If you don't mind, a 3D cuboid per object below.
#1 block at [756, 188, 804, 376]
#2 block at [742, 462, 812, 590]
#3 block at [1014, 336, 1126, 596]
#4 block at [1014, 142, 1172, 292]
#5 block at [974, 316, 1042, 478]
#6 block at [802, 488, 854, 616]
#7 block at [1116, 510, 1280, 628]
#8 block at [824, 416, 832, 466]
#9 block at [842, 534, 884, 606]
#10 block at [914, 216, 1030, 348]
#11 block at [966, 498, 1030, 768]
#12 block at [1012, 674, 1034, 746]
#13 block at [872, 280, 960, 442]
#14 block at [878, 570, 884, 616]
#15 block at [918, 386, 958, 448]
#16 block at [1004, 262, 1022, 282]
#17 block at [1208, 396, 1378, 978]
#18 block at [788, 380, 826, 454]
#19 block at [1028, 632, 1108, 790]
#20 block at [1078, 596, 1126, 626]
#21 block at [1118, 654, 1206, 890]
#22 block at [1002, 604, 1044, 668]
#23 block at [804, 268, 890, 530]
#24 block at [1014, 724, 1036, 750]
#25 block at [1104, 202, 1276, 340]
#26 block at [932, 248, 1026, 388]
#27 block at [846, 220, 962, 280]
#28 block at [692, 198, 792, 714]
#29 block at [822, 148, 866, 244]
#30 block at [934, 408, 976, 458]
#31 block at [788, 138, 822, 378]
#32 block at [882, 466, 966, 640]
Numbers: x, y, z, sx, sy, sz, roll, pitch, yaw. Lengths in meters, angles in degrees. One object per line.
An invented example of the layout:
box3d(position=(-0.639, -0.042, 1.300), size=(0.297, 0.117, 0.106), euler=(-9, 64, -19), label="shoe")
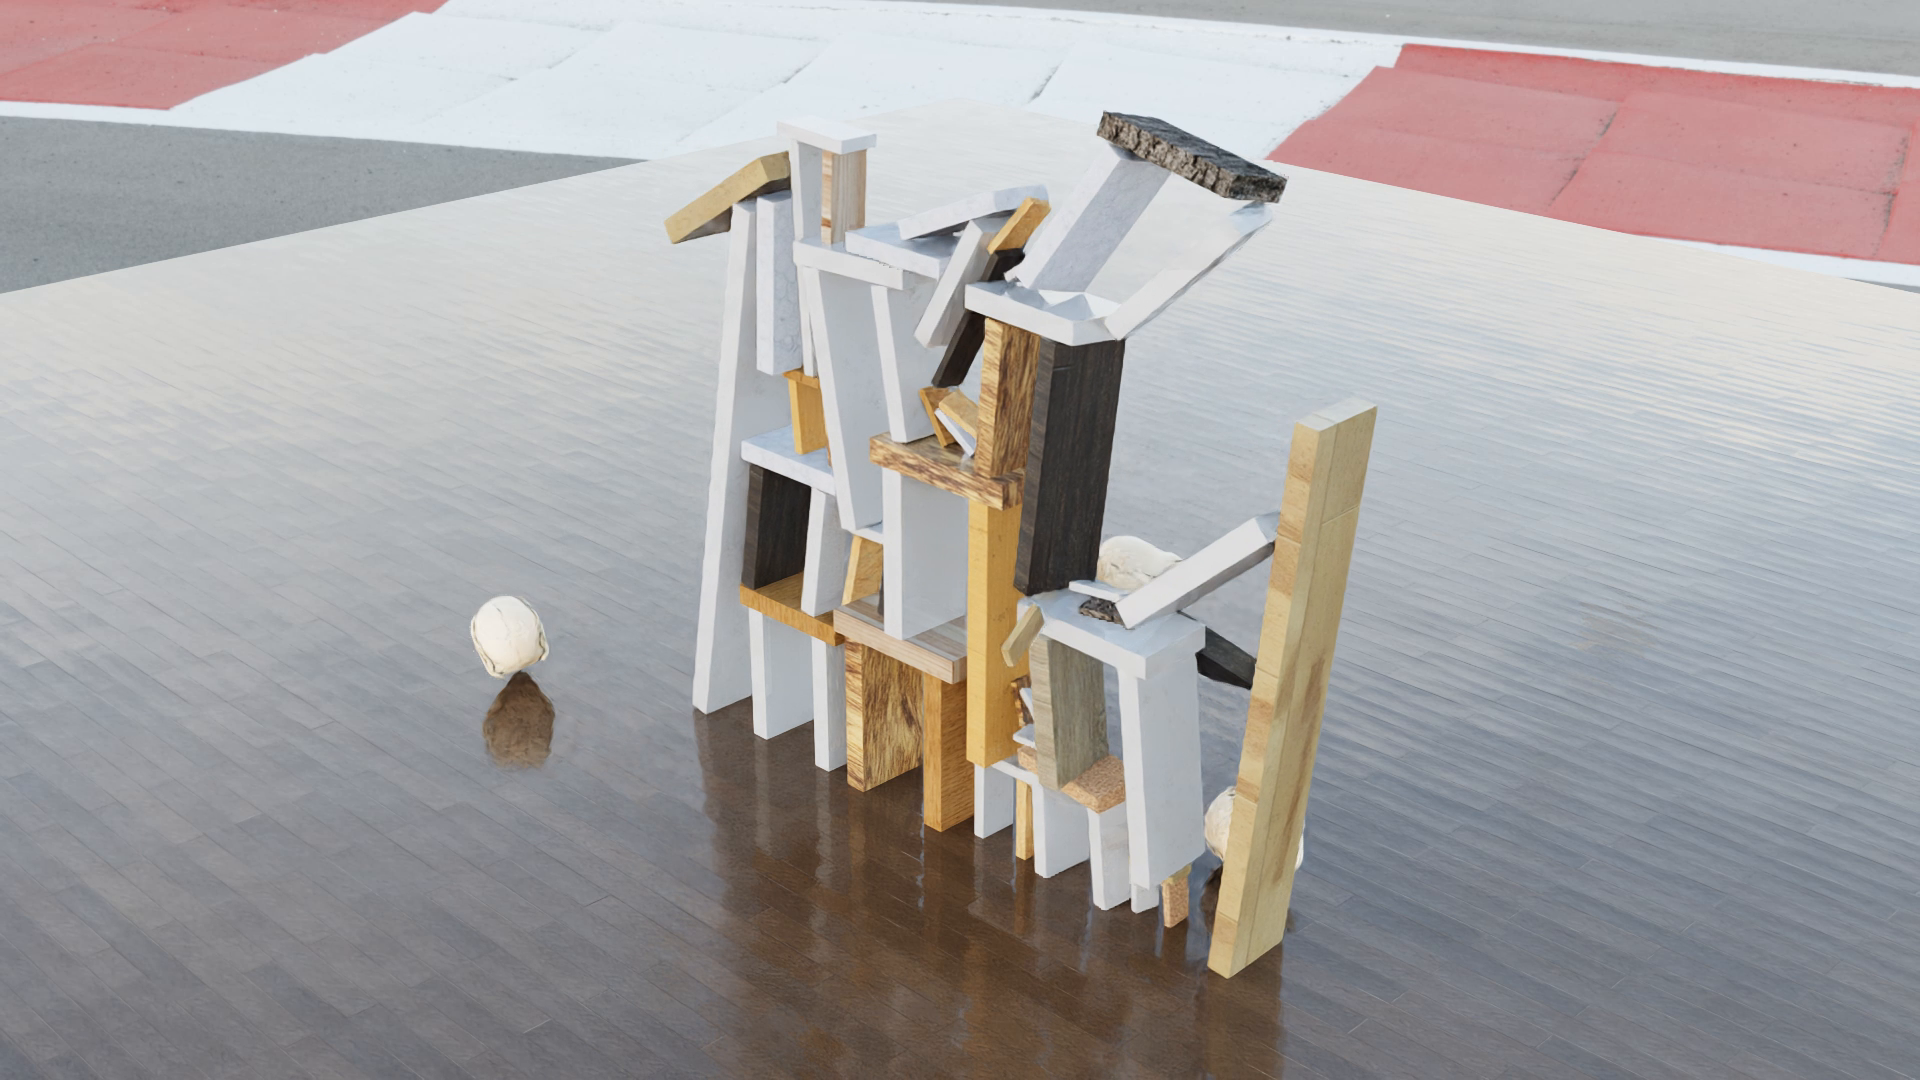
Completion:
box3d(position=(-0.319, -0.517, 4.349), size=(0.050, 0.353, 0.176), euler=(24, 33, 39), label="block")
box3d(position=(-0.382, -0.047, 4.622), size=(0.144, 0.287, 0.041), euler=(-21, 40, -41), label="block")
box3d(position=(0.191, -0.134, 3.850), size=(0.150, 0.471, 0.043), euler=(-10, 29, -31), label="block")
box3d(position=(0.229, -0.544, 3.742), size=(0.146, 0.293, 0.041), euler=(-4, 51, -45), label="block")
box3d(position=(0.105, -0.273, 3.990), size=(0.150, 0.301, 0.043), euler=(-20, 36, -39), label="block")
box3d(position=(-0.247, 0.006, 4.497), size=(0.144, 0.287, 0.041), euler=(-21, 40, -41), label="block")
box3d(position=(0.433, 0.043, 3.709), size=(0.167, 0.047, 0.333), euler=(-15, -15, -48), label="block")
box3d(position=(-0.231, -0.229, 4.379), size=(0.076, 0.153, 0.022), euler=(-21, 27, -40), label="block")
box3d(position=(-0.194, 0.066, 4.468), size=(0.078, 0.203, 0.022), euler=(-21, 45, -40), label="block")
box3d(position=(0.025, -0.467, 3.988), size=(0.131, 0.263, 0.037), euler=(-12, 51, -43), label="block")
box3d(position=(0.095, 0.157, 4.190), size=(0.176, 0.546, 0.050), euler=(-21, 31, -40), label="block")
box3d(position=(0.136, 0.345, 4.231), size=(0.050, 0.171, 0.014), euler=(-21, 14, -40), label="block")
box3d(position=(-0.079, -0.349, 4.169), size=(0.149, 0.299, 0.042), euler=(-20, 20, -39), label="block")
box3d(position=(-0.120, 0.073, 4.390), size=(0.078, 0.157, 0.022), euler=(-21, 42, -40), label="block")
box3d(position=(-0.031, -0.238, 4.160), size=(0.058, 0.115, 0.016), euler=(-21, -3, -40), label="block")
box3d(position=(0.141, -0.485, 3.862), size=(0.061, 0.017, 0.122), euler=(-6, -14, -44), label="block")
box3d(position=(0.559, 0.274, 3.745), size=(0.047, 1.072, 0.166), euler=(26, 34, 35), label="block")
box3d(position=(-0.304, -0.258, 4.447), size=(0.076, 0.153, 0.022), euler=(-21, 25, -40), label="block")
box3d(position=(0.199, 0.285, 4.007), size=(0.044, 0.310, 0.155), euler=(16, 32, 38), label="block")
box3d(position=(0.267, 0.125, 3.856), size=(0.103, 0.015, 0.052), euler=(14, 31, 30), label="block")
box3d(position=(0.363, 0.395, 3.935), size=(0.155, 0.457, 0.044), euler=(-27, 33, -37), label="block")
box3d(position=(0.109, 0.165, 3.801), size=(0.015, 0.052, 0.103), euler=(21, 61, 29), label="block")
box3d(position=(-0.200, -0.290, 4.324), size=(0.149, 0.522, 0.042), euler=(-21, 20, -40), label="block")
box3d(position=(0.155, 0.378, 4.161), size=(0.099, 0.014, 0.049), euler=(19, 34, 39), label="block")
box3d(position=(0.376, -0.445, 3.619), size=(0.292, 0.041, 0.146), euler=(-39, -3, 35), label="block")
box3d(position=(0.032, -0.402, 4.015), size=(0.061, 0.334, 0.017), euler=(-12, 56, -35), label="block")
box3d(position=(-0.078, -0.540, 4.076), size=(0.131, 0.037, 0.263), euler=(-19, 29, -38), label="block")
box3d(position=(-0.437, -0.159, 4.615), size=(0.176, 1.198, 0.050), euler=(-22, 42, -40), label="block")
box3d(position=(-0.221, -0.661, 4.189), size=(0.026, 0.181, 0.090), euler=(25, 33, 38), label="block")
box3d(position=(0.009, -0.209, 4.129), size=(0.058, 0.016, 0.115), euler=(-21, 63, -40), label="block")
box3d(position=(-0.277, -0.555, 4.295), size=(0.026, 0.468, 0.090), euler=(17, 28, 41), label="block")
box3d(position=(-0.068, 0.005, 4.301), size=(0.050, 0.352, 0.176), euler=(22, 31, 40), label="block")
